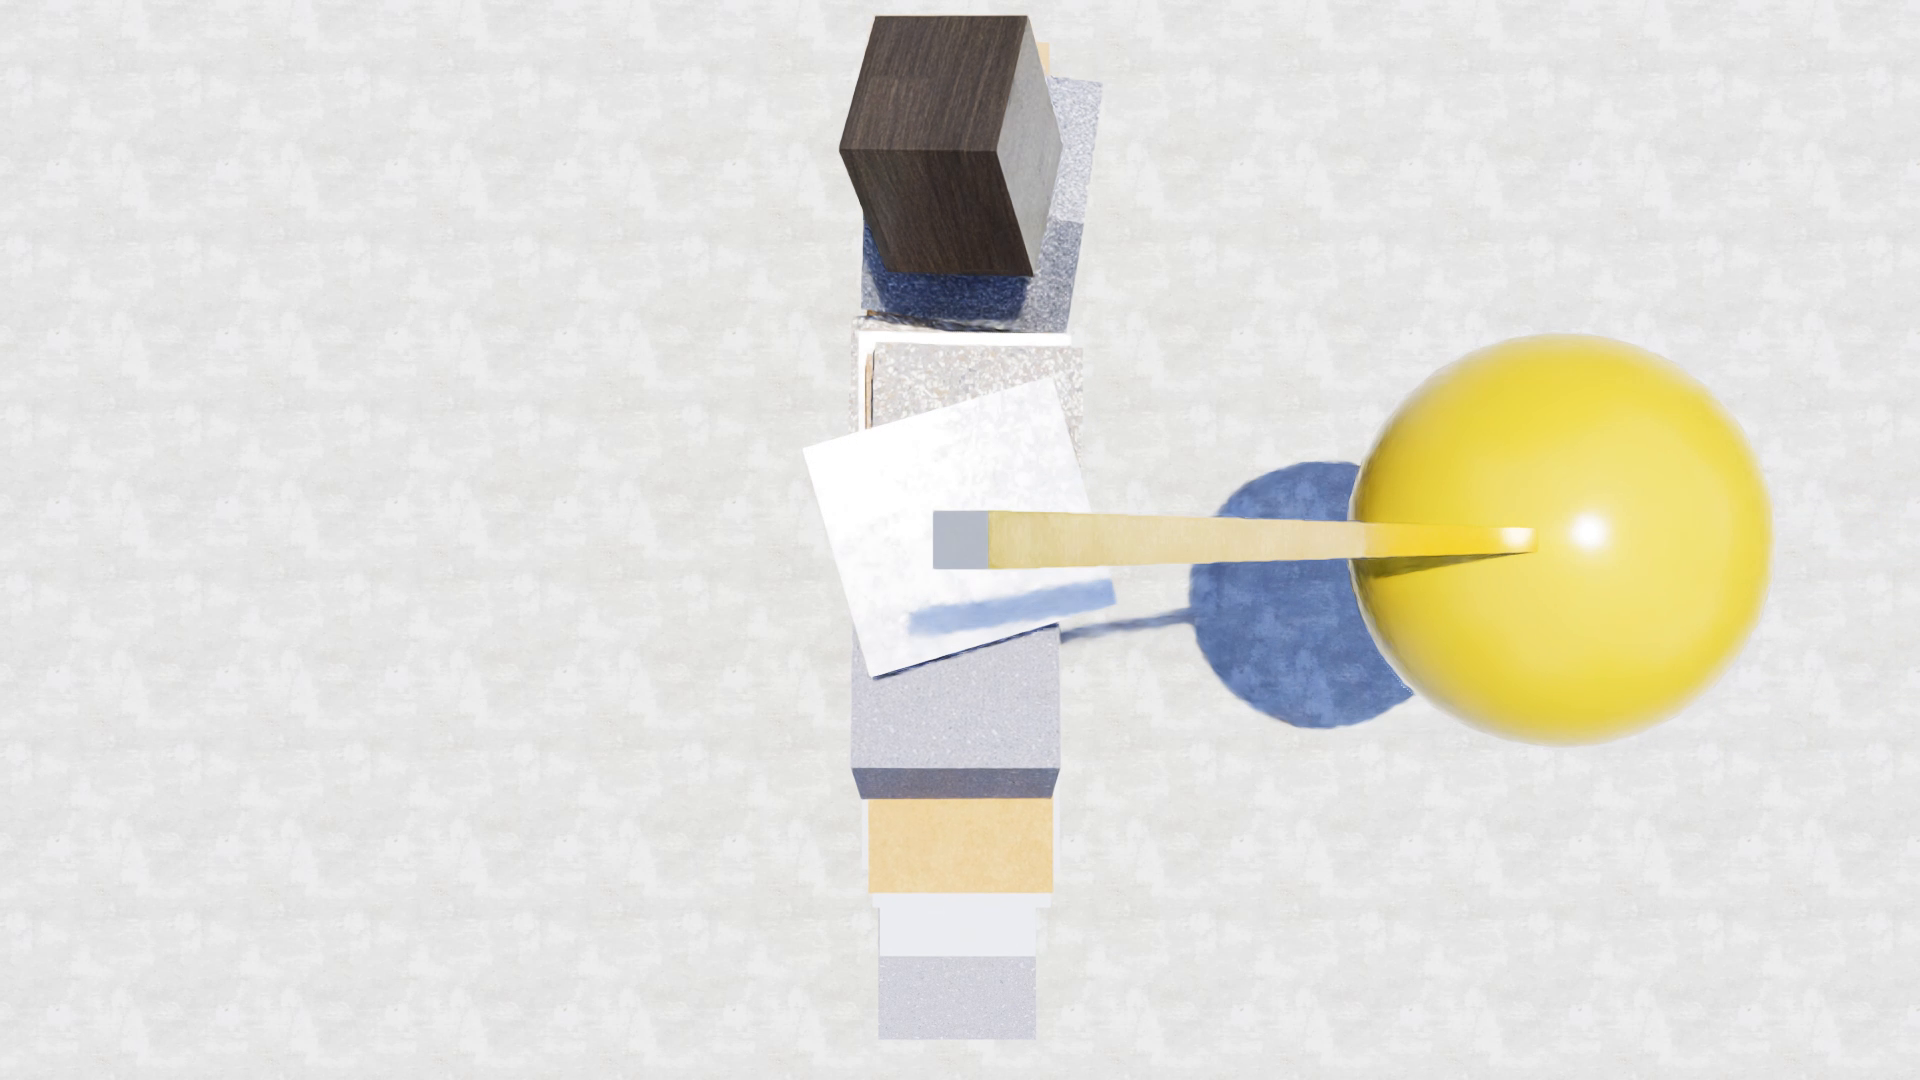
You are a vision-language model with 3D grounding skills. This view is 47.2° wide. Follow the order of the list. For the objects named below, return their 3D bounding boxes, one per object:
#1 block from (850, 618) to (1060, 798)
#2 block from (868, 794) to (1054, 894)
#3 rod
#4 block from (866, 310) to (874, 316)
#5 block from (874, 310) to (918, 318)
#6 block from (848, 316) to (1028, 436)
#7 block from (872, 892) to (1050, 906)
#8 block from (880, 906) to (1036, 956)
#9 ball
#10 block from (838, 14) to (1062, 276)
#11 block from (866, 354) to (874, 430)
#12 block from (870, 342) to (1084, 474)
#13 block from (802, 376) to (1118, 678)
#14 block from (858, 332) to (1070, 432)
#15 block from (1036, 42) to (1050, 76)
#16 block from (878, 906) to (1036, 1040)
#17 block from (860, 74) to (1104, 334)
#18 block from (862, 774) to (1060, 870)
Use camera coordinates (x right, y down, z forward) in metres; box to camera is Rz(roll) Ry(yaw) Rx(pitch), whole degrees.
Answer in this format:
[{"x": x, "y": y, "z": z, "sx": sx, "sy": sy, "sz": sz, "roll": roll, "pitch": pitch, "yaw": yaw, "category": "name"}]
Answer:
[{"x": -0.015, "y": 0.514, "z": 8.213, "sx": 0.738, "sy": 0.818, "sz": 0.799, "roll": 0, "pitch": 76, "yaw": 0, "category": "block"}, {"x": 0.002, "y": 1.032, "z": 8.991, "sx": 0.723, "sy": 0.801, "sz": 0.699, "roll": 0, "pitch": 90, "yaw": 0, "category": "block"}, {"x": 0.994, "y": 0.000, "z": 5.325, "sx": 0.080, "sy": 5.200, "sz": 0.080, "roll": 0, "pitch": 90, "yaw": 22, "category": "rod"}, {"x": -0.017, "y": -0.907, "z": 11.551, "sx": 0.940, "sy": 1.051, "sz": 0.934, "roll": 6, "pitch": 88, "yaw": 0, "category": "block"}, {"x": 0.056, "y": -1.355, "z": 10.673, "sx": 0.787, "sy": 0.735, "sz": 0.785, "roll": 11, "pitch": 86, "yaw": 1, "category": "block"}, {"x": -0.059, "y": -0.534, "z": 9.803, "sx": 0.827, "sy": 0.852, "sz": 0.843, "roll": 2, "pitch": 91, "yaw": 0, "category": "block"}, {"x": 0.007, "y": 1.239, "z": 9.798, "sx": 0.758, "sy": 0.816, "sz": 0.661, "roll": 0, "pitch": 90, "yaw": 0, "category": "block"}, {"x": -0.011, "y": 1.730, "z": 11.576, "sx": 0.791, "sy": 0.757, "sz": 0.789, "roll": 0, "pitch": 89, "yaw": 0, "category": "block"}, {"x": 2.295, "y": 0.000, "z": 8.466, "sx": 1.600, "sy": 1.600, "sz": 1.600, "roll": 0, "pitch": 90, "yaw": 0, "category": "ball"}, {"x": -0.015, "y": -1.428, "z": 7.998, "sx": 0.570, "sy": 0.711, "sz": 0.616, "roll": 4, "pitch": 61, "yaw": 16, "category": "block"}, {"x": 0.009, "y": -0.321, "z": 8.154, "sx": 0.711, "sy": 0.670, "sz": 0.683, "roll": 0, "pitch": 90, "yaw": -3, "category": "block"}, {"x": 0.036, "y": -0.274, "z": 7.438, "sx": 0.672, "sy": 0.761, "sz": 0.708, "roll": 1, "pitch": 90, "yaw": -3, "category": "block"}, {"x": -0.014, "y": -0.038, "z": 6.647, "sx": 0.737, "sy": 0.808, "sz": 0.675, "roll": -16, "pitch": 91, "yaw": -2, "category": "block"}, {"x": 0.006, "y": -0.453, "z": 8.939, "sx": 0.817, "sy": 0.866, "sz": 0.714, "roll": 1, "pitch": 91, "yaw": -1, "category": "block"}, {"x": -0.006, "y": -2.187, "z": 12.502, "sx": 0.987, "sy": 0.995, "sz": 1.059, "roll": 0, "pitch": 90, "yaw": 0, "category": "block"}, {"x": -0.016, "y": 2.239, "z": 12.477, "sx": 0.858, "sy": 1.046, "sz": 0.953, "roll": 0, "pitch": 90, "yaw": 0, "category": "block"}, {"x": 0.084, "y": -1.405, "z": 9.019, "sx": 0.860, "sy": 0.727, "sz": 0.751, "roll": 8, "pitch": 57, "yaw": 1, "category": "block"}, {"x": 0.004, "y": 1.132, "z": 10.689, "sx": 0.918, "sy": 0.964, "sz": 0.805, "roll": 0, "pitch": 90, "yaw": 0, "category": "block"}]
